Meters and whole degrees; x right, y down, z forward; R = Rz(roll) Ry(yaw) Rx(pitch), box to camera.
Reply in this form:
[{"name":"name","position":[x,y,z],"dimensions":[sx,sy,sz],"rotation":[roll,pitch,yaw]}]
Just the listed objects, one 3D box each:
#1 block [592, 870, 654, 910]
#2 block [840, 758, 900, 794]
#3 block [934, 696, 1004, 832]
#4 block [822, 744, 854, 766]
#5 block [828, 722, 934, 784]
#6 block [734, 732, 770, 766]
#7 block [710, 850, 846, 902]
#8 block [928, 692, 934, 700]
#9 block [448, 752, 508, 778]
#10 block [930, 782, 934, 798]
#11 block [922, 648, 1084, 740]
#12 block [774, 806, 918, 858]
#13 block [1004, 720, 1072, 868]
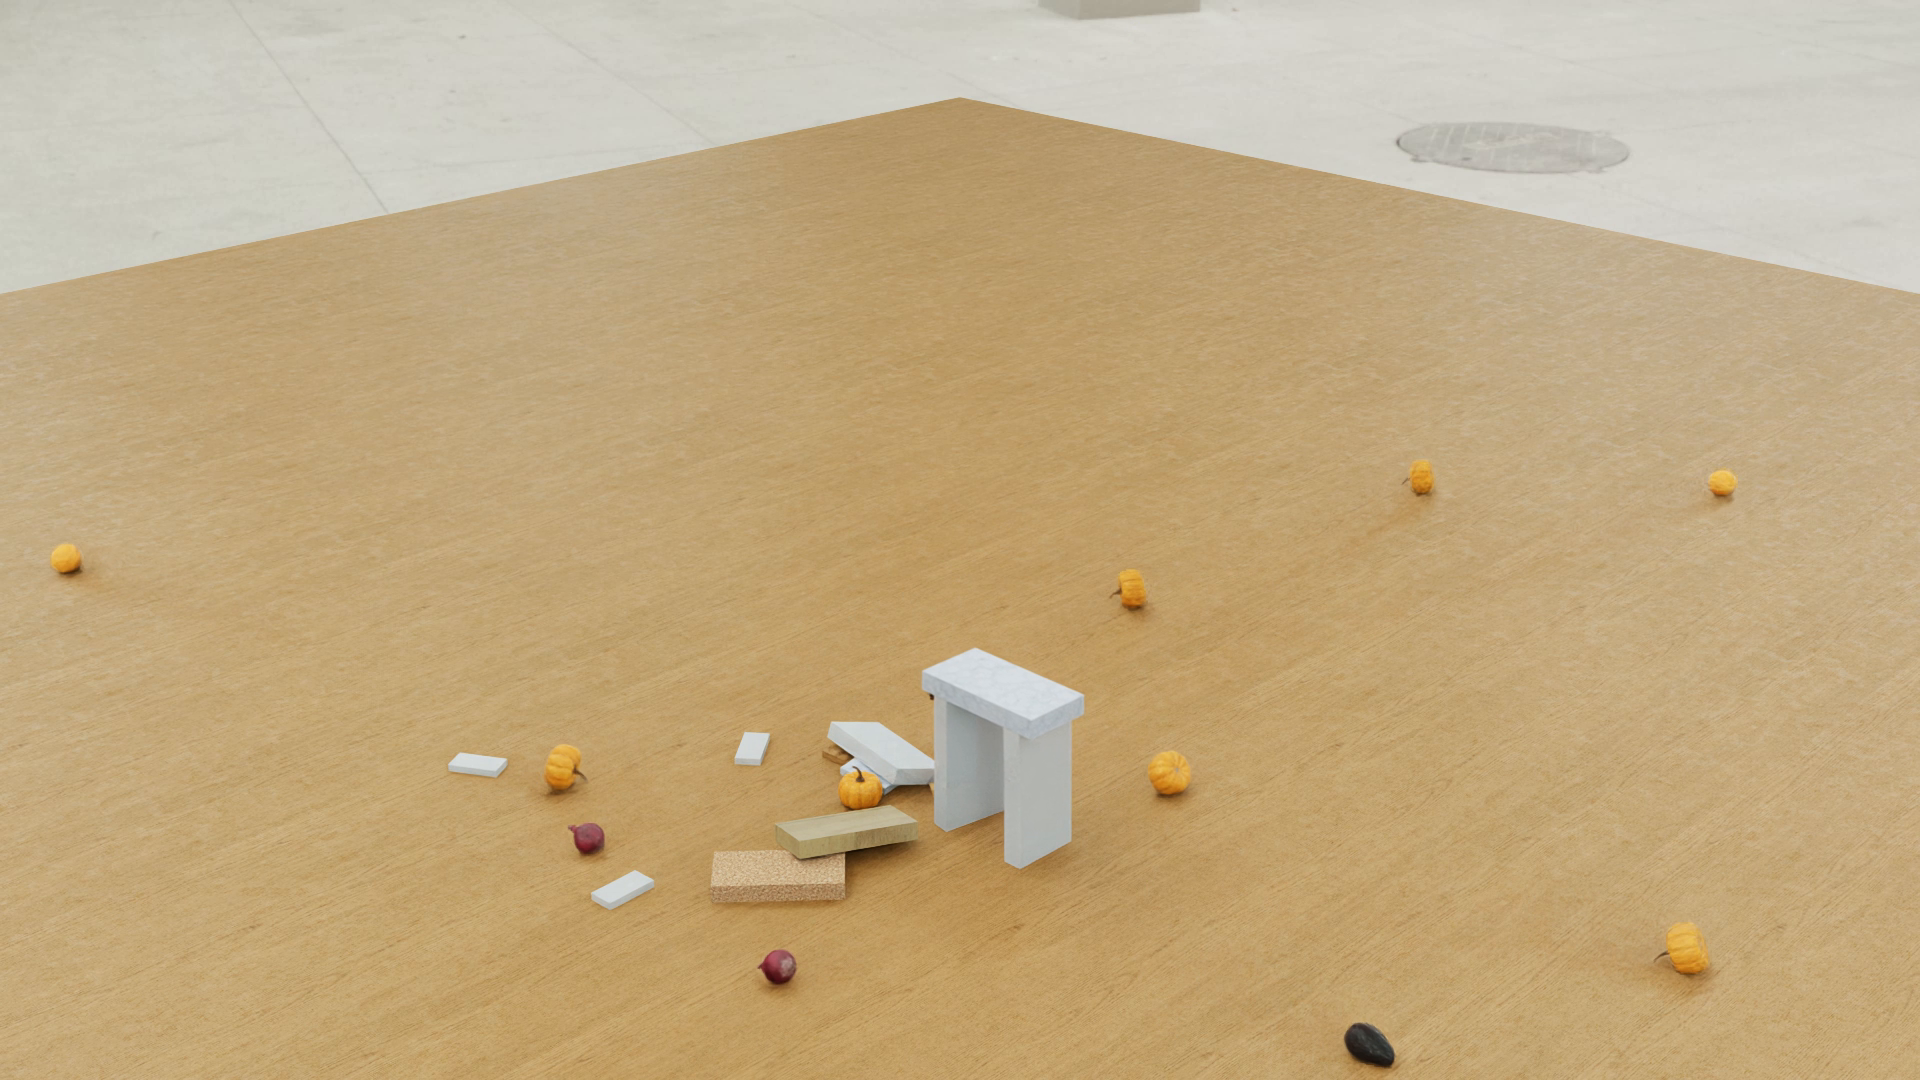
[{"name":"block","position":[-0.640,0.665,4.175],"dimensions":[0.054,0.015,0.109],"rotation":[19,30,38]},{"name":"block","position":[-0.185,0.488,4.559],"dimensions":[0.116,0.016,0.058],"rotation":[21,31,29]},{"name":"block","position":[0.020,0.424,4.385],"dimensions":[0.147,0.294,0.042],"rotation":[-16,28,-33]},{"name":"block","position":[-0.231,0.460,4.655],"dimensions":[0.116,0.016,0.058],"rotation":[19,30,38]},{"name":"block","position":[-0.156,0.446,4.616],"dimensions":[0.126,0.036,0.252],"rotation":[5,16,-39]},{"name":"block","position":[-0.443,0.445,4.691],"dimensions":[0.054,0.015,0.115],"rotation":[2,23,5]},{"name":"block","position":[-0.346,0.641,4.204],"dimensions":[0.252,0.036,0.126],"rotation":[-1,23,-2]},{"name":"block","position":[-0.012,0.336,4.948],"dimensions":[0.116,0.016,0.058],"rotation":[-3,23,-6]},{"name":"block","position":[-1.014,0.473,4.626],"dimensions":[0.109,0.015,0.054],"rotation":[6,24,14]},{"name":"block","position":[-0.006,0.505,4.518],"dimensions":[0.111,0.016,0.055],"rotation":[-10,11,-5]},{"name":"block","position":[0.082,0.295,4.257],"dimensions":[0.147,0.042,0.294],"rotation":[-21,31,-40]},{"name":"block","position":[-0.223,0.571,4.309],"dimensions":[0.252,0.036,0.126],"rotation":[-6,11,-27]},{"name":"block","position":[0.151,0.475,4.263],"dimensions":[0.147,0.294,0.042],"rotation":[-21,30,-41]}]
